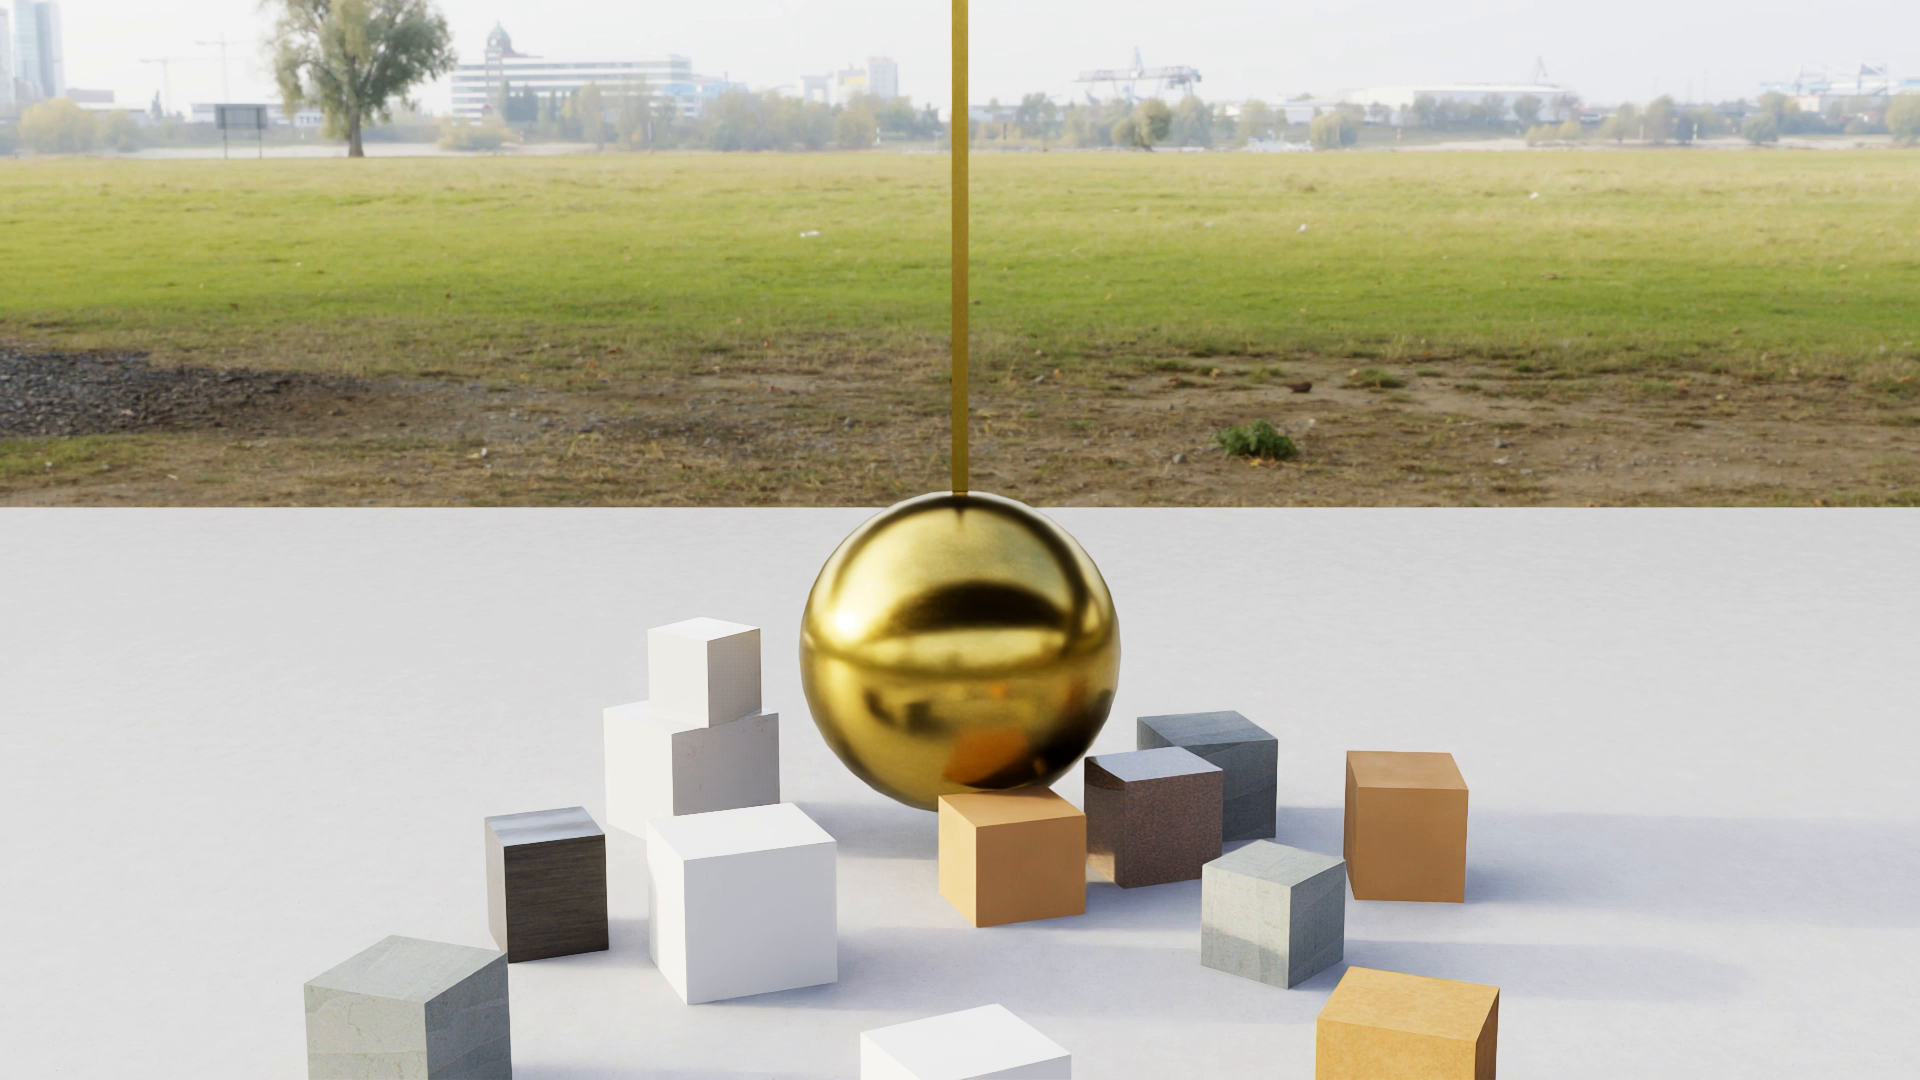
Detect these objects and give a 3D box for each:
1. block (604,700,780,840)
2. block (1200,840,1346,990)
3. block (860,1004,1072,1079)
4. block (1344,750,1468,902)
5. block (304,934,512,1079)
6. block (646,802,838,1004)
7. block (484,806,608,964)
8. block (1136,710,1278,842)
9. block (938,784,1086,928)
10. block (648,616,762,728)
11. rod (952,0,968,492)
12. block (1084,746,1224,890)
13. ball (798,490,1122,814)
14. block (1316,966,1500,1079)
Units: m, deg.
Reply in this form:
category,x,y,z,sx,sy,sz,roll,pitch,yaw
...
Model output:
category,x,y,z,sx,sy,sz,roll,pitch,yaw
block,-1.385,1.179,11.367,0.650,0.614,0.643,-9,13,-39
block,1.351,1.605,9.473,0.436,0.452,0.454,9,13,39
block,0.016,1.945,7.488,0.540,0.493,0.502,-6,12,-28
block,2.125,1.363,10.533,0.505,0.549,0.623,1,10,5
block,-2.031,1.822,8.125,0.513,0.509,0.535,4,11,21
block,-0.934,1.536,9.382,0.658,0.621,0.588,-4,11,-22
block,-1.832,1.518,9.735,0.442,0.530,0.447,-4,11,-22
block,1.270,1.223,11.387,0.549,0.519,0.594,-3,11,-14
block,0.238,1.460,10.207,0.535,0.476,0.504,-4,11,-19
block,-1.299,0.669,11.205,0.420,0.446,0.385,8,13,38
rod,0.000,-2.826,10.489,0.080,5.200,0.080,0,6,0
block,0.936,1.343,10.700,0.522,0.530,0.457,-4,11,-22
ball,0.000,0.552,10.871,1.600,1.600,1.600,0,10,0
block,1.599,1.882,7.855,0.547,0.487,0.533,4,11,22
